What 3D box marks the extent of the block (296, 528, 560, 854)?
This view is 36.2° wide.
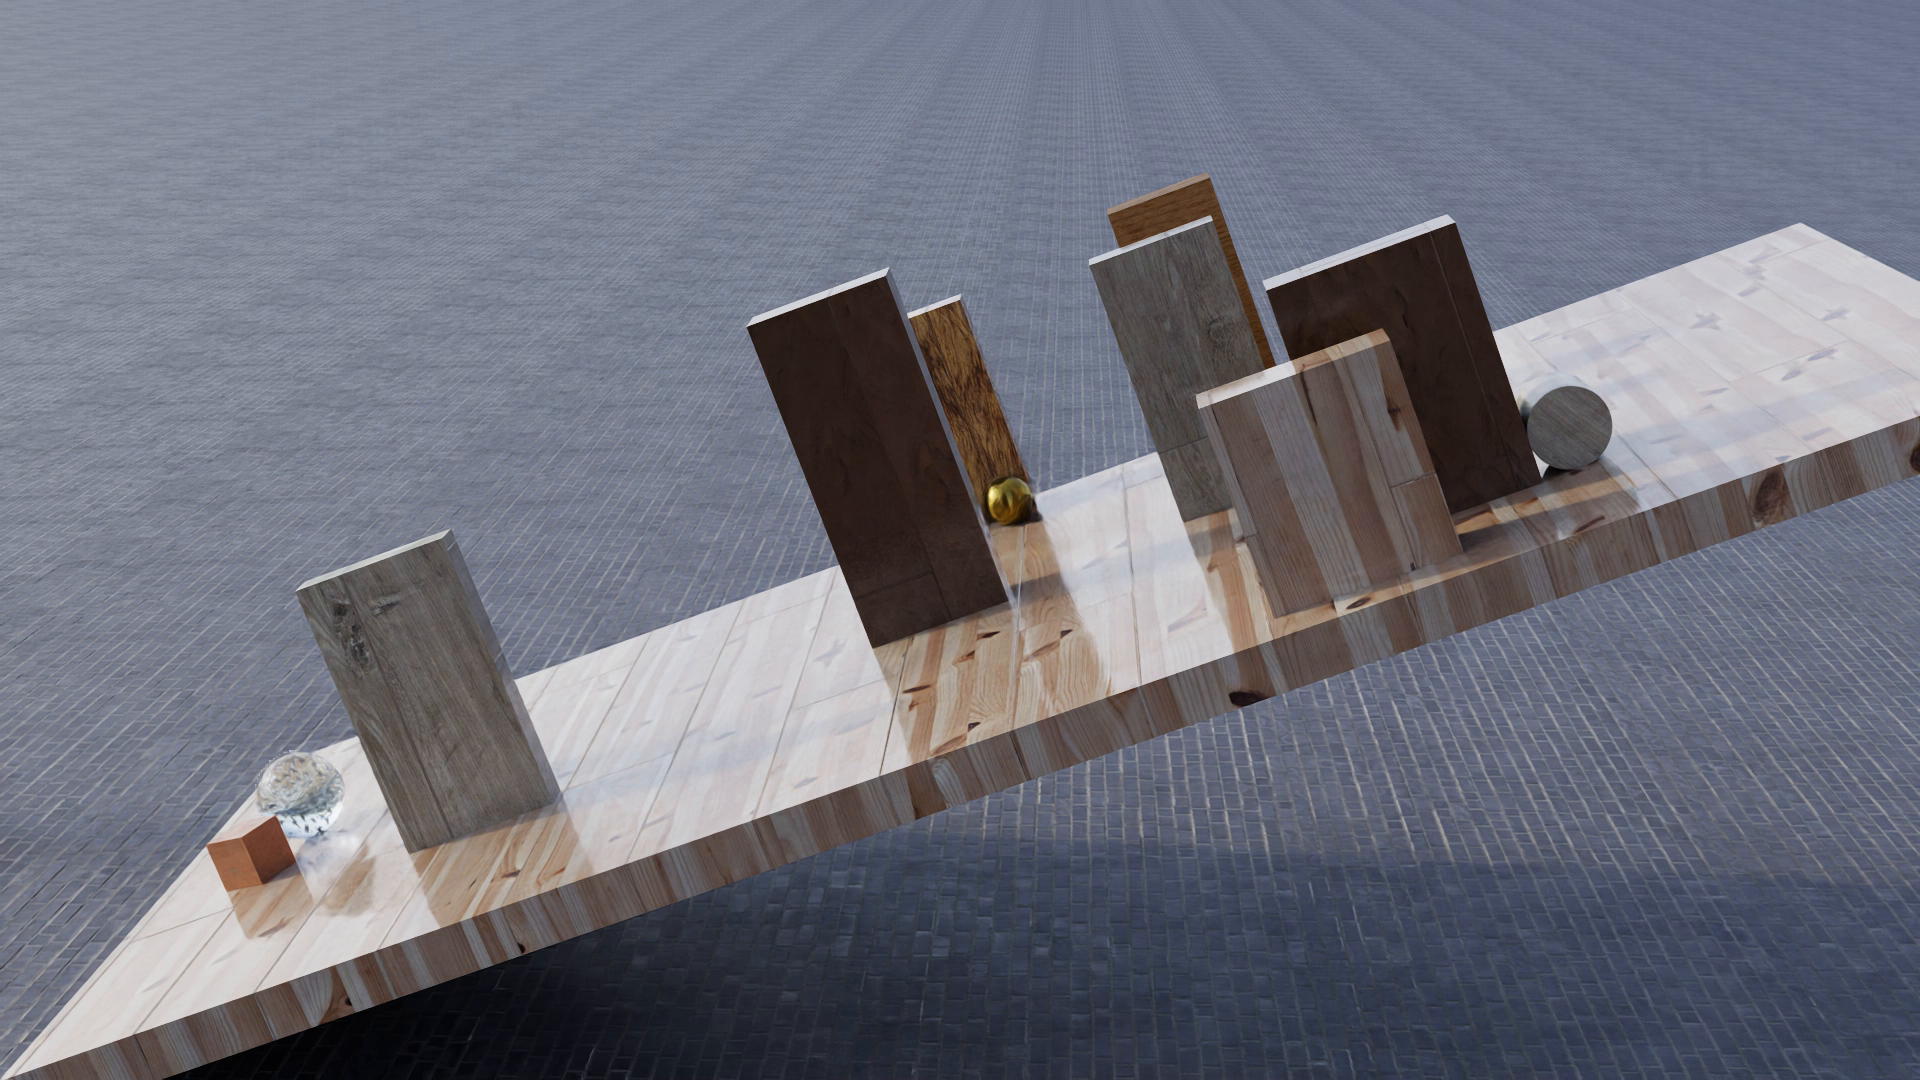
[{"bbox_3d":[-1.088,0.313,6.036,0.325,0.595,0.086,-20,11,6],"label":"block"}]

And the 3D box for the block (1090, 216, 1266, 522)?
[{"bbox_3d":[0.512,-0.368,6.356,0.278,0.598,0.098,-20,11,6],"label":"block"}]

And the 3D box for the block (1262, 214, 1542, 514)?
[{"bbox_3d":[0.847,-0.304,5.638,0.373,0.530,0.127,-20,11,6],"label":"block"}]

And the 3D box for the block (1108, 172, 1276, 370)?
[{"bbox_3d":[0.561,-0.492,6.730,0.243,0.642,0.126,-20,11,6],"label":"block"}]

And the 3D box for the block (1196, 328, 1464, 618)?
[{"bbox_3d":[0.675,-0.122,5.388,0.363,0.416,0.141,-20,11,6],"label":"block"}]

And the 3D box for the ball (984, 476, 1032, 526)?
[{"bbox_3d":[0.115,-0.094,7.003,0.116,0.116,0.116,0,13,0],"label":"ball"}]

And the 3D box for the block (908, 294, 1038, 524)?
[{"bbox_3d":[-0.096,-0.270,7.128,0.408,0.537,0.101,-20,11,6],"label":"block"}]

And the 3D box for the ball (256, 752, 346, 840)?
[{"bbox_3d":[-1.465,0.568,6.535,0.193,0.193,0.193,0,13,0],"label":"ball"}]

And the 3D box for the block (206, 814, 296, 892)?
[{"bbox_3d":[-1.531,0.676,6.351,0.113,0.113,0.113,-13,14,33],"label":"block"}]

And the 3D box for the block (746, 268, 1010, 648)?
[{"bbox_3d":[-0.169,-0.174,6.290,0.312,0.743,0.135,-20,11,6],"label":"block"}]

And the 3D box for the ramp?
[{"bbox_3d":[0.116,0.176,6.297,4.000,0.100,2.000,-20,11,6],"label":"ramp"}]

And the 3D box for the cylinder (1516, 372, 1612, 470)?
[{"bbox_3d":[1.163,-0.231,5.676,0.162,0.162,0.162,0,13,2],"label":"cylinder"}]
